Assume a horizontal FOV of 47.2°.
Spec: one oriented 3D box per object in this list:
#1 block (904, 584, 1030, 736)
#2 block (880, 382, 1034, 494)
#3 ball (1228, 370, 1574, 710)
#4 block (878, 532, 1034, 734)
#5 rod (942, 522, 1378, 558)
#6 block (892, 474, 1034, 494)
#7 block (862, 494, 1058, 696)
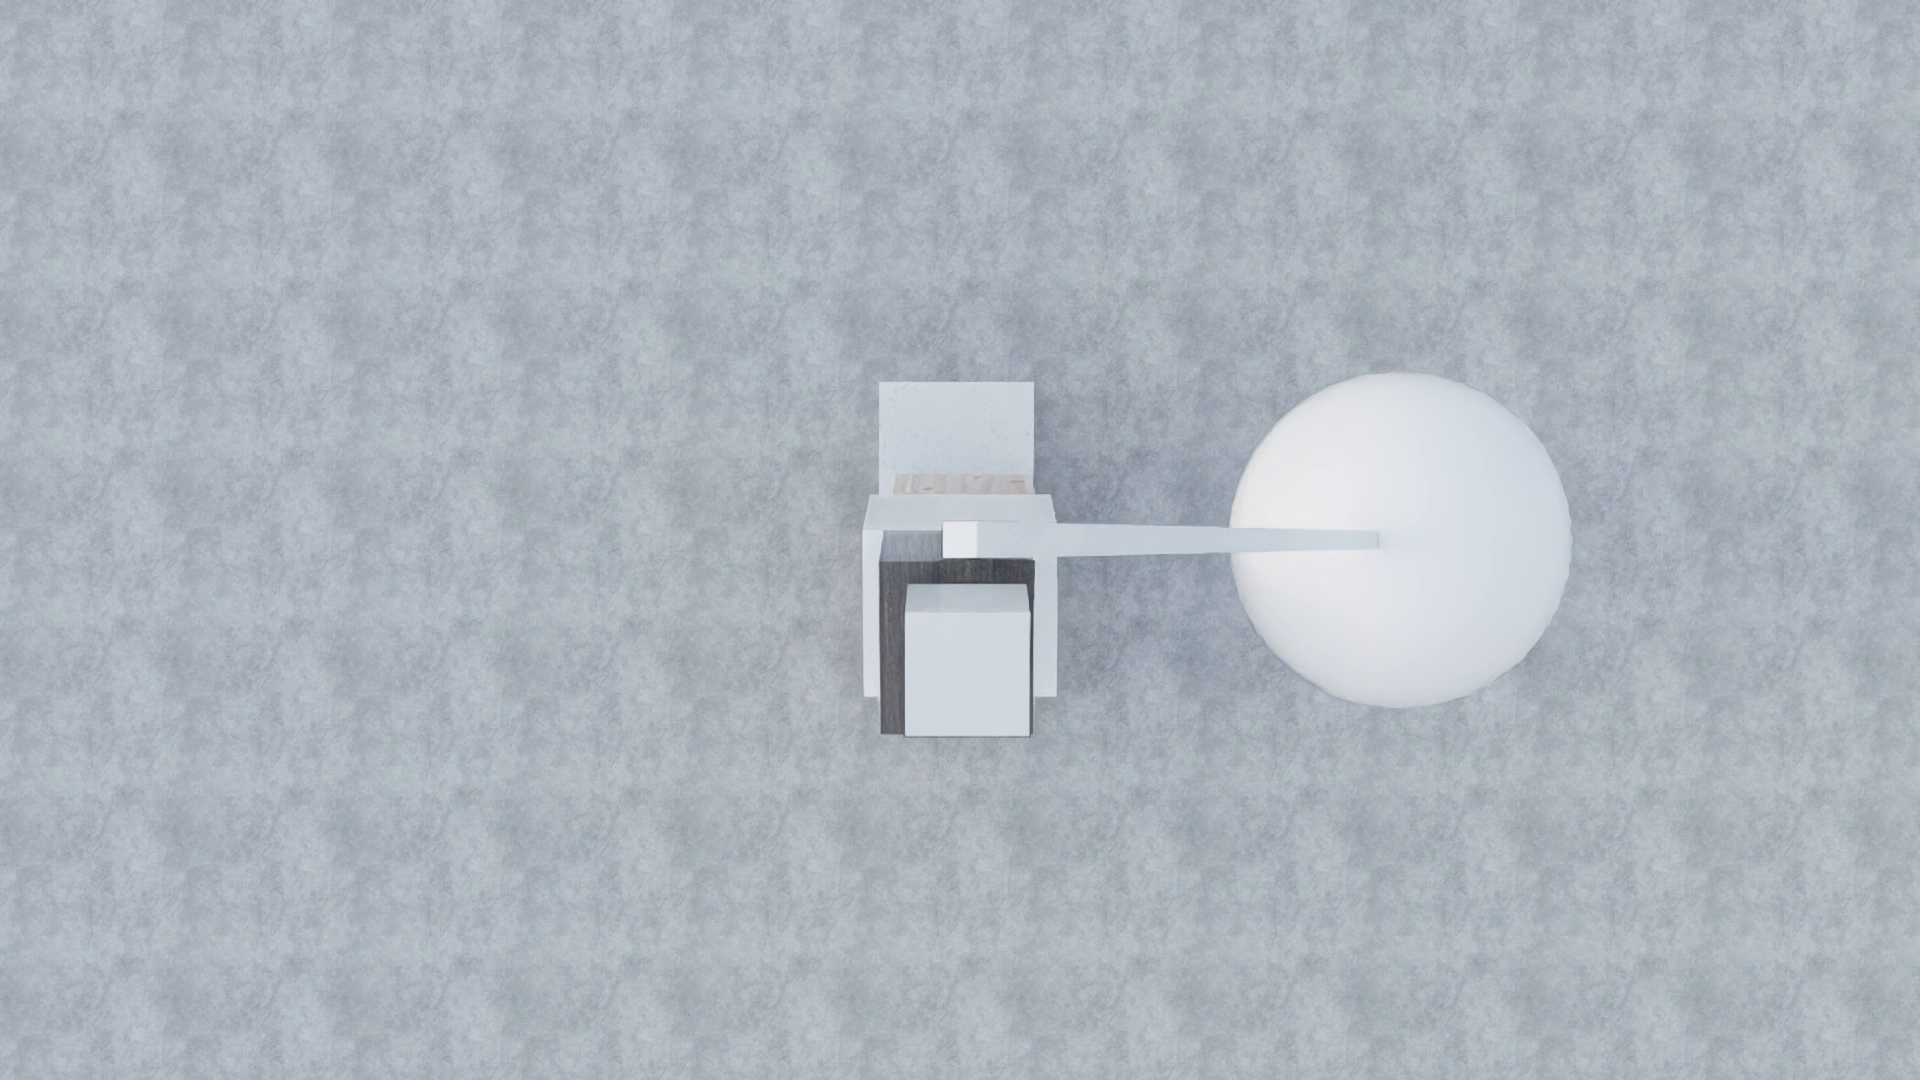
[{"bbox_3d":[0.032,0.520,9.634,0.531,0.504,0.548,0,102,0],"label":"block"},{"bbox_3d":[-0.019,-0.463,12.555,0.852,0.891,0.816,0,90,0],"label":"block"},{"bbox_3d":[2.074,0.000,10.420,1.600,1.600,1.600,0,90,0],"label":"ball"},{"bbox_3d":[-0.015,0.420,10.195,0.693,0.636,0.807,0,102,0],"label":"block"},{"bbox_3d":[0.899,0.000,7.229,0.080,5.200,0.080,0,90,20],"label":"rod"},{"bbox_3d":[0.020,0.082,11.740,0.743,0.780,0.741,0,102,0],"label":"block"},{"bbox_3d":[0.001,0.261,10.933,0.926,0.874,0.820,0,102,0],"label":"block"}]
